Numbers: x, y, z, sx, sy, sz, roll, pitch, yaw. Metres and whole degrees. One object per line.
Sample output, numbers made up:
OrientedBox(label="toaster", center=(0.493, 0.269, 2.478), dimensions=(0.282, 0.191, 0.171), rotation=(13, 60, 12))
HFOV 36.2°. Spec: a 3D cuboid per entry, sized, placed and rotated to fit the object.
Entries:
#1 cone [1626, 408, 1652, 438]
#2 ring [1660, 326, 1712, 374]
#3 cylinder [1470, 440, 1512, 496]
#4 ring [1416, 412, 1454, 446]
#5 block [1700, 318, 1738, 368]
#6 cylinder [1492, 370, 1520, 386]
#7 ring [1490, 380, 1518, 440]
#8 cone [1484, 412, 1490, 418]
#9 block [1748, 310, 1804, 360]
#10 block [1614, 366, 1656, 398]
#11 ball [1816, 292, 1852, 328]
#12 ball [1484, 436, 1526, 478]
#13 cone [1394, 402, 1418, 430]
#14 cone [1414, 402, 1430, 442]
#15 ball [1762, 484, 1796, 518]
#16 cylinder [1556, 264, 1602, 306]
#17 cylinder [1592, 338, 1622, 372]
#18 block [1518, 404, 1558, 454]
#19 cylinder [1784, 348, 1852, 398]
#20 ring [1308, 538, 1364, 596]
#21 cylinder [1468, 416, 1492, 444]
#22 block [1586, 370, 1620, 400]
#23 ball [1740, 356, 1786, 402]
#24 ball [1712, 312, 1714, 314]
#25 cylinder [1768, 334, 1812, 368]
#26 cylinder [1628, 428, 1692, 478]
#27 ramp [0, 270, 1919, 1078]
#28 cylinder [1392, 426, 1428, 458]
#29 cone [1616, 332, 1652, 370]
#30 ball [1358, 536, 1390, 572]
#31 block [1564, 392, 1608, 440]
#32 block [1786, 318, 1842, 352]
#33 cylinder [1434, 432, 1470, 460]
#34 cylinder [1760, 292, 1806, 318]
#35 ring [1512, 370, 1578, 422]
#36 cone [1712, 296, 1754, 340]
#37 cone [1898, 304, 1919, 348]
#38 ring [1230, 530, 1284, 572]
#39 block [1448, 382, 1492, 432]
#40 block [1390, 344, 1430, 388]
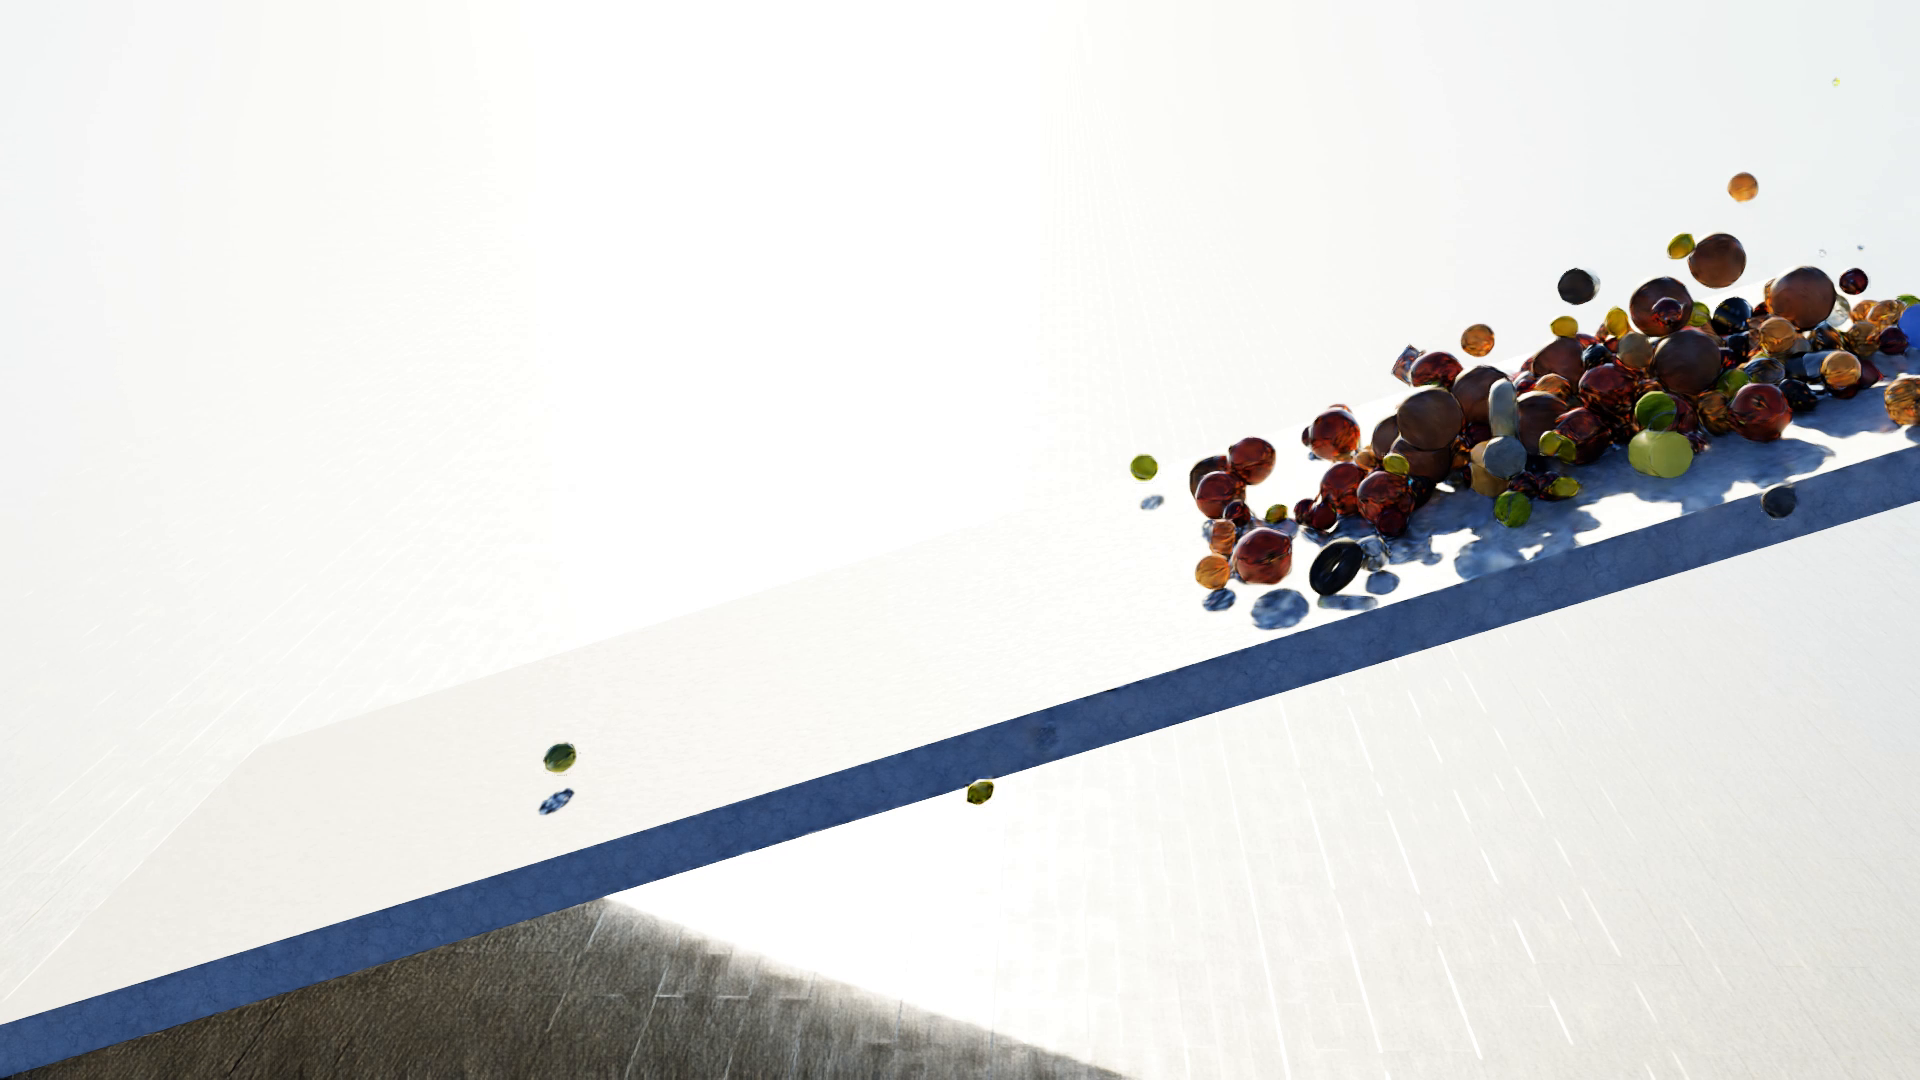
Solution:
OrientedBox(label="cone", center=(1.364, -0.242, 5.933), dimensions=(0.056, 0.056, 0.056), rotation=(-18, 10, 3))
OrientedBox(label="ring", center=(1.541, -0.405, 6.237), dimensions=(0.114, 0.114, 0.038), rotation=(-1, -28, -6))
OrientedBox(label="cylinder", center=(1.036, -0.140, 5.733), dimensions=(0.078, 0.078, 0.078), rotation=(-4, 48, 4))
OrientedBox(label="ring", center=(1.023, -0.230, 6.303), dimensions=(0.038, 0.115, 0.115), rotation=(-46, 23, -7))
OrientedBox(label="block", center=(1.613, -0.421, 6.293), dimensions=(0.062, 0.062, 0.062), rotation=(45, 4, 40))
OrientedBox(label="cylinder", center=(1.238, -0.349, 6.661), dimensions=(0.067, 0.067, 0.067), rotation=(2, 13, 11))
OrientedBox(label="ring", center=(1.043, -0.239, 5.637), dimensions=(0.045, 0.136, 0.136), rotation=(-3, 10, 17))
OrientedBox(label="cone", center=(1.150, -0.223, 6.190), dimensions=(0.088, 0.088, 0.088), rotation=(5, 13, 20))
OrientedBox(label="block", center=(1.698, -0.418, 6.109), dimensions=(0.085, 0.085, 0.085), rotation=(-11, -16, 40))
OrientedBox(label="block", center=(1.445, -0.343, 6.300), dimensions=(0.056, 0.056, 0.056), rotation=(-24, 10, -8))
OrientedBox(label="ball", center=(1.789, -0.471, 6.027), dimensions=(0.072, 0.072, 0.072), rotation=(0, 12, 0))
OrientedBox(label="ball", center=(1.020, -0.155, 5.507), dimensions=(0.080, 0.080, 0.080), rotation=(0, 12, 0))
OrientedBox(label="cone", center=(1.030, -0.278, 6.633), dimensions=(0.076, 0.076, 0.076), rotation=(-11, 4, -44))
OrientedBox(label="cone", center=(1.033, -0.269, 6.529), dimensions=(0.087, 0.087, 0.087), rotation=(-19, 15, 5))
OrientedBox(label="ball", center=(1.407, -0.067, 5.053), dimensions=(0.058, 0.058, 0.058), rotation=(0, 12, 0))
OrientedBox(label="cylinder", center=(1.263, -0.519, 6.001), dimensions=(0.075, 0.075, 0.075), rotation=(6, 0, 28))
OrientedBox(label="cylinder", center=(1.472, -0.417, 6.642), dimensions=(0.059, 0.059, 0.059), rotation=(-25, 24, -33))
OrientedBox(label="block", center=(1.164, -0.228, 6.043), dimensions=(0.080, 0.080, 0.080), rotation=(20, -8, -25))
OrientedBox(label="cylinder", center=(1.671, -0.323, 5.724), dimensions=(0.091, 0.091, 0.091), rotation=(-9, 4, -38))
OrientedBox(label="ring", center=(0.698, 0.050, 5.469), dimensions=(0.041, 0.122, 0.122), rotation=(39, -6, -25))
OrientedBox(label="cylinder", center=(1.099, -0.225, 6.114), dimensions=(0.060, 0.060, 0.060), rotation=(-28, 16, -7))
OrientedBox(label="block", center=(1.396, -0.335, 6.363), dimensions=(0.050, 0.050, 0.050), rotation=(-23, 8, -7))
OrientedBox(label="ball", center=(1.595, -0.318, 5.834), dimensions=(0.092, 0.092, 0.092), rotation=(0, 12, 0))
OrientedBox(label="ball", center=(1.639, -0.476, 6.302), dimensions=(0.055, 0.055, 0.055), rotation=(0, 12, 0))
OrientedBox(label="cylinder", center=(1.663, -0.377, 5.894), dimensions=(0.060, 0.060, 0.060), rotation=(-17, 19, -29))
OrientedBox(label="cylinder", center=(1.313, -0.162, 5.517), dimensions=(0.087, 0.087, 0.087), rotation=(-3, 7, -14))
OrientedBox(label="ramp", center=(0.101, 0.183, 6.311), dimensions=(4.000, 0.100, 2.000), rotation=(-17, 10, 5))
OrientedBox(label="cylinder", center=(0.976, -0.211, 6.379), dimensions=(0.053, 0.053, 0.053), rotation=(28, -7, -35))
OrientedBox(label="cone", center=(1.313, -0.366, 5.799), dimensions=(0.078, 0.078, 0.078), rotation=(9, 17, 37))
OrientedBox(label="ball", center=(0.771, 0.027, 5.509), dimensions=(0.068, 0.068, 0.068), rotation=(0, 12, 0))
OrientedBox(label="block", center=(1.294, -0.256, 6.077), dimensions=(0.073, 0.073, 0.073), rotation=(-16, 11, 14))
OrientedBox(label="block", center=(1.727, -0.390, 5.970), dimensions=(0.079, 0.079, 0.079), rotation=(-24, 7, 40))
OrientedBox(label="cylinder", center=(1.025, -0.195, 6.124), dimensions=(0.055, 0.055, 0.055), rotation=(-5, 2, -22))
OrientedBox(label="cylinder", center=(1.781, -0.489, 6.374), dimensions=(0.085, 0.085, 0.085), rotation=(1, 11, 7))
OrientedBox(label="ring", center=(1.252, -0.308, 6.280), dimensions=(0.148, 0.049, 0.148), rotation=(8, 41, -7))
OrientedBox(label="cone", center=(1.640, -0.452, 6.168), dimensions=(0.095, 0.095, 0.095), rotation=(-2, 22, -10))
OrientedBox(label="cone", center=(1.929, -0.414, 5.895), dimensions=(0.098, 0.098, 0.098), rotation=(3, -13, 15))
OrientedBox(label="ring", center=(0.592, 0.022, 5.871), dimensions=(0.121, 0.040, 0.121), rotation=(-35, 3, 2))
OrientedBox(label="block", center=(1.098, -0.281, 6.296), dimensions=(0.087, 0.087, 0.087), rotation=(14, -5, 5))
OrientedBox(label="block", center=(0.960, -0.372, 6.281), dimensions=(0.055, 0.055, 0.055), rotation=(34, -23, 9))
